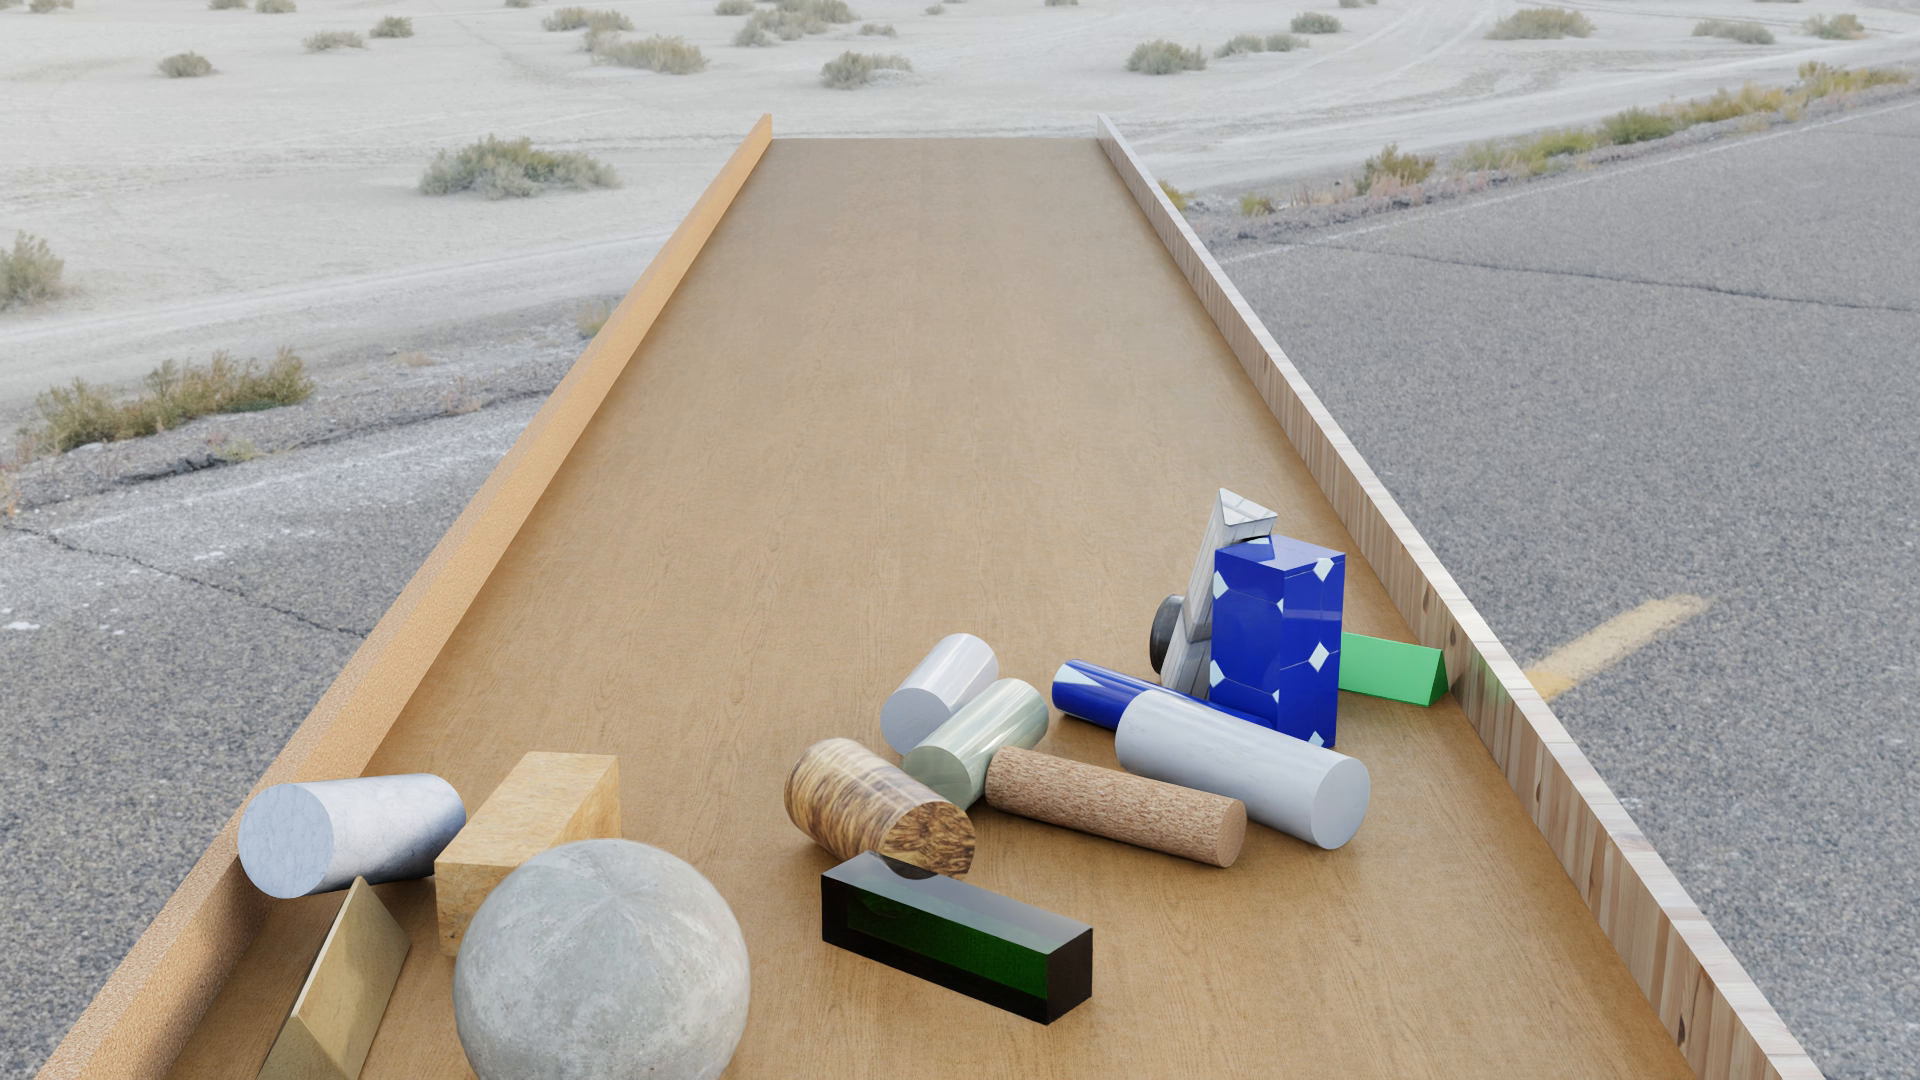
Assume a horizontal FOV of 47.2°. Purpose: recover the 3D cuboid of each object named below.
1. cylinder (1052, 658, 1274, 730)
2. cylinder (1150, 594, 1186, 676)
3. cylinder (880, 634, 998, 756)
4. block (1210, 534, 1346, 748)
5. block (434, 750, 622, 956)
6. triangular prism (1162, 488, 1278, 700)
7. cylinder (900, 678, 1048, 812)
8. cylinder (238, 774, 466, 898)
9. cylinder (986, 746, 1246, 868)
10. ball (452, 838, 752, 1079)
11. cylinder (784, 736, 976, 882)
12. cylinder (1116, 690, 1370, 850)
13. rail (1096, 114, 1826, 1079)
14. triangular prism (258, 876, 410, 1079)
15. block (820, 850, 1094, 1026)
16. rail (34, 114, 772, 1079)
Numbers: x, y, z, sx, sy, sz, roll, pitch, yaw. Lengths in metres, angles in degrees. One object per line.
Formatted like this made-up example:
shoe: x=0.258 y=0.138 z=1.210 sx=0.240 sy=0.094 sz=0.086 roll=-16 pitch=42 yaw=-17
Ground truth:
cylinder: x=0.361 y=0.318 z=3.976 sx=0.105 sy=0.105 sz=0.438 roll=-16 pitch=23 yaw=-43
cylinder: x=0.549 y=0.210 z=4.237 sx=0.329 sy=0.162 sz=0.162 roll=10 pitch=19 yaw=30
cylinder: x=-0.034 y=0.284 z=4.032 sx=0.137 sy=0.137 sz=0.306 roll=5 pitch=17 yaw=15
block: x=0.565 y=0.195 z=3.933 sx=0.162 sy=0.363 sz=0.162 roll=-13 pitch=21 yaw=-39
block: x=-0.653 y=0.475 z=3.369 sx=0.148 sy=0.148 sz=0.425 roll=2 pitch=17 yaw=7
triangular prism: x=0.456 y=0.108 z=4.087 sx=0.116 sy=0.434 sz=0.101 roll=-10 pitch=41 yaw=-30
cylinder: x=0.027 y=0.357 z=3.788 sx=0.135 sy=0.135 sz=0.349 roll=7 pitch=18 yaw=22
cylinder: x=-0.902 y=0.438 z=3.290 sx=0.163 sy=0.163 sz=0.346 roll=6 pitch=-1 yaw=20
cylinder: x=0.250 y=0.431 z=3.586 sx=0.426 sy=0.109 sz=0.109 roll=10 pitch=19 yaw=31
ball: x=-0.442 y=0.554 z=2.722 sx=0.366 sy=0.366 sz=0.366 roll=0 pitch=17 yaw=0
cylinder: x=-0.130 y=0.439 z=3.454 sx=0.170 sy=0.170 sz=0.308 roll=-10 pitch=19 yaw=-30
cylinder: x=0.468 y=0.379 z=3.684 sx=0.153 sy=0.153 sz=0.427 roll=-15 pitch=22 yaw=-40
rail: x=0.932 y=-0.844 z=7.801 sx=0.050 sy=0.150 sz=12.000 roll=0 pitch=17 yaw=-1
triangular prism: x=-0.858 y=0.599 z=3.004 sx=0.130 sy=0.112 sz=0.414 roll=-1 pitch=17 yaw=-3
block: x=-0.009 y=0.563 z=3.145 sx=0.409 sy=0.108 sz=0.108 roll=13 pitch=21 yaw=36
rail: x=-1.118 y=-0.838 z=7.780 sx=0.050 sy=0.150 sz=12.000 roll=0 pitch=17 yaw=-1
